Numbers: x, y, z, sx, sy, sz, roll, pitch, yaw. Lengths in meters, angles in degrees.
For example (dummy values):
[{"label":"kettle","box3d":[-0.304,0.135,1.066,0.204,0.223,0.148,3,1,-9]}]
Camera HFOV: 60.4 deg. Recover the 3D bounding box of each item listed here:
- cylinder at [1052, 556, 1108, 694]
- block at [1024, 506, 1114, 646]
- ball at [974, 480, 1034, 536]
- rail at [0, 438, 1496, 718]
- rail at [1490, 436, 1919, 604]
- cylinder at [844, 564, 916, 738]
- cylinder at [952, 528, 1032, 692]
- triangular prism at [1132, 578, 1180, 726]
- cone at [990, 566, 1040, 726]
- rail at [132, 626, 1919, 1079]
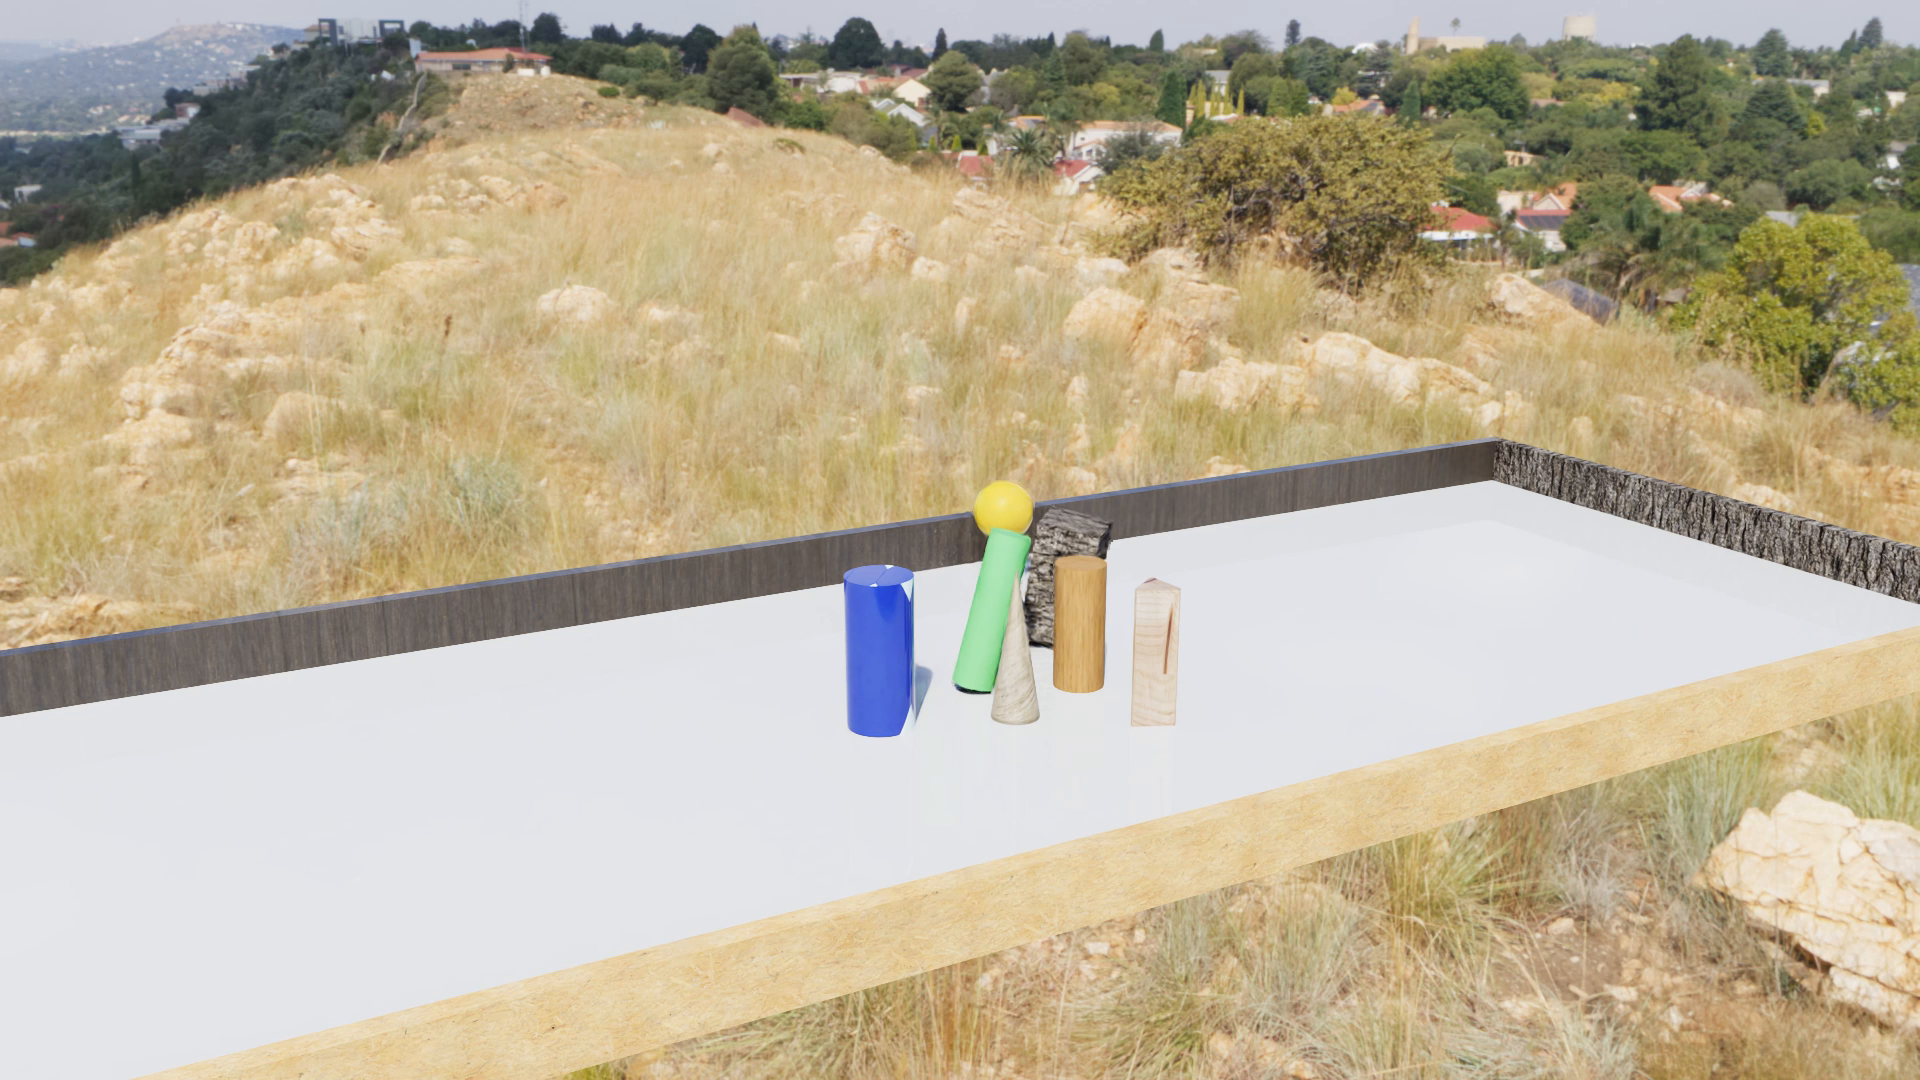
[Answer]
[{"label":"cylinder","box3d":[0.296,0.209,4.084,0.128,0.317,0.128,0,16,0]},{"label":"block","box3d":[0.280,0.104,4.382,0.166,0.326,0.166,14,19,13]},{"label":"ball","box3d":[0.128,-0.086,4.841,0.177,0.177,0.177,0,16,0]},{"label":"rail","box3d":[-3.305,0.497,3.399,12.000,0.150,0.050,-9,18,-27]},{"label":"rail","box3d":[2.466,-0.048,5.253,0.050,0.150,2.100,-9,18,-27]},{"label":"cylinder","box3d":[-0.186,0.257,3.829,0.162,0.367,0.162,0,16,0]},{"label":"cylinder","box3d":[0.079,0.172,4.057,0.104,0.389,0.104,14,9,-2]},{"label":"triangular prism","box3d":[0.451,0.261,3.866,0.104,0.338,0.090,-1,16,-3]},{"label":"cone","box3d":[0.132,0.239,3.876,0.119,0.375,0.119,0,16,0]},{"label":"rail","box3d":[-2.336,1.006,1.665,12.000,0.150,0.050,-9,18,-27]}]
